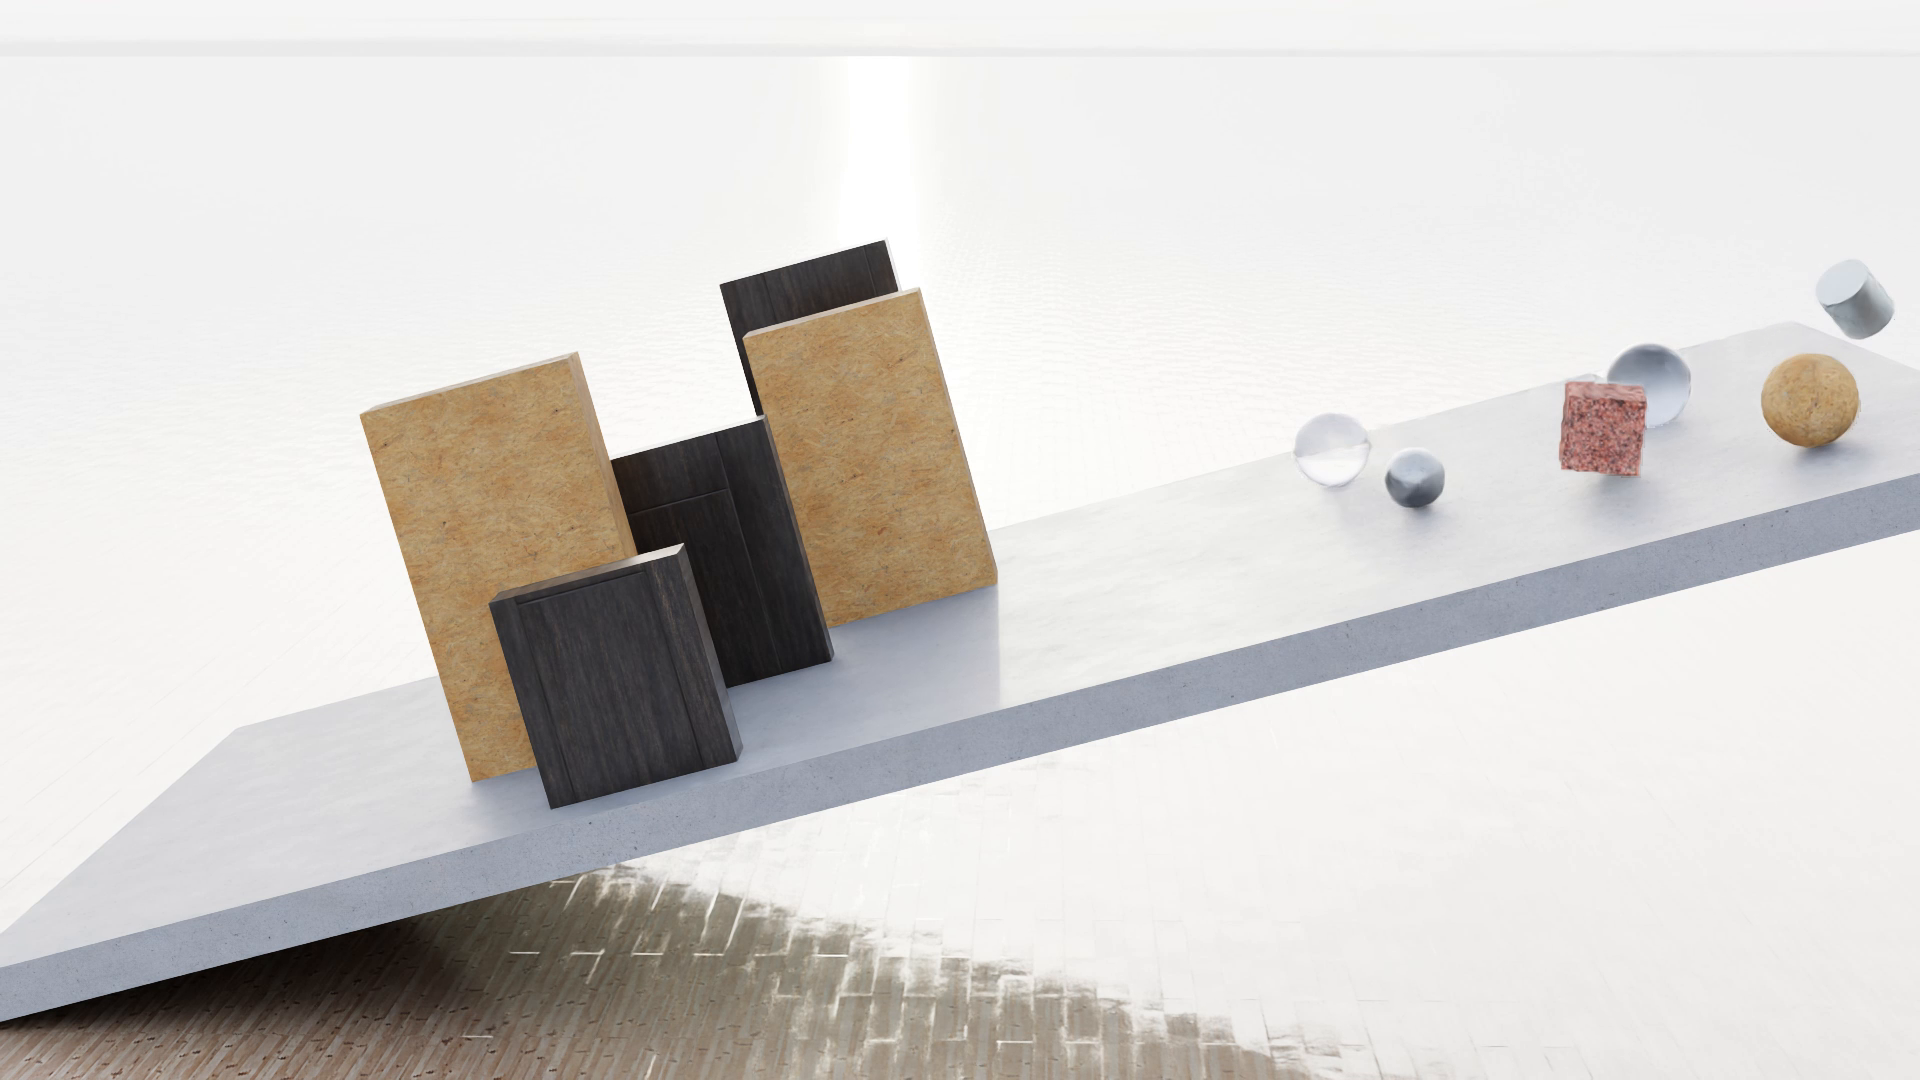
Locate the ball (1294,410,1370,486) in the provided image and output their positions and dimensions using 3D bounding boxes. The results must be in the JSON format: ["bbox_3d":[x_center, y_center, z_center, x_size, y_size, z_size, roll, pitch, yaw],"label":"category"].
[{"bbox_3d":[0.836,-0.206,6.609,0.172,0.172,0.172,0,10,0],"label":"ball"}]

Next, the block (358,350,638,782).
[{"bbox_3d":[-0.883,0.055,5.967,0.433,0.780,0.141,-15,9,4],"label":"block"}]

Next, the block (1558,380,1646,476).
[{"bbox_3d":[1.277,-0.224,5.851,0.150,0.150,0.150,5,15,8],"label":"block"}]

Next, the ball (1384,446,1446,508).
[{"bbox_3d":[0.944,-0.129,6.107,0.128,0.128,0.128,0,10,0],"label":"ball"}]

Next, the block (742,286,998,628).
[{"bbox_3d":[-0.196,-0.186,6.599,0.400,0.676,0.141,-15,9,4],"label":"block"}]

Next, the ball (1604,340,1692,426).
[{"bbox_3d":[1.472,-0.334,6.291,0.184,0.184,0.184,0,10,0],"label":"ball"}]

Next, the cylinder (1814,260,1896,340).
[{"bbox_3d":[1.865,-0.501,6.131,0.120,0.120,0.120,42,-14,-31],"label":"cylinder"}]

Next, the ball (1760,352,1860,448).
[{"bbox_3d":[1.631,-0.269,5.646,0.182,0.182,0.182,0,10,0],"label":"ball"}]

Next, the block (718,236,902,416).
[{"bbox_3d":[-0.273,-0.302,7.102,0.410,0.775,0.132,-15,9,4],"label":"block"}]

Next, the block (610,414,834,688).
[{"bbox_3d":[-0.545,0.049,6.220,0.427,0.533,0.083,-15,9,4],"label":"block"}]

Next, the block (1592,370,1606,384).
[{"bbox_3d":[1.468,-0.322,6.446,0.112,0.112,0.112,-15,9,0],"label":"block"}]

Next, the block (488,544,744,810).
[{"bbox_3d":[-0.645,0.256,5.537,0.366,0.409,0.110,-15,9,4],"label":"block"}]

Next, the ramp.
[{"bbox_3d":[0.080,0.191,6.329,4.000,0.100,2.000,-15,9,4],"label":"ramp"}]
